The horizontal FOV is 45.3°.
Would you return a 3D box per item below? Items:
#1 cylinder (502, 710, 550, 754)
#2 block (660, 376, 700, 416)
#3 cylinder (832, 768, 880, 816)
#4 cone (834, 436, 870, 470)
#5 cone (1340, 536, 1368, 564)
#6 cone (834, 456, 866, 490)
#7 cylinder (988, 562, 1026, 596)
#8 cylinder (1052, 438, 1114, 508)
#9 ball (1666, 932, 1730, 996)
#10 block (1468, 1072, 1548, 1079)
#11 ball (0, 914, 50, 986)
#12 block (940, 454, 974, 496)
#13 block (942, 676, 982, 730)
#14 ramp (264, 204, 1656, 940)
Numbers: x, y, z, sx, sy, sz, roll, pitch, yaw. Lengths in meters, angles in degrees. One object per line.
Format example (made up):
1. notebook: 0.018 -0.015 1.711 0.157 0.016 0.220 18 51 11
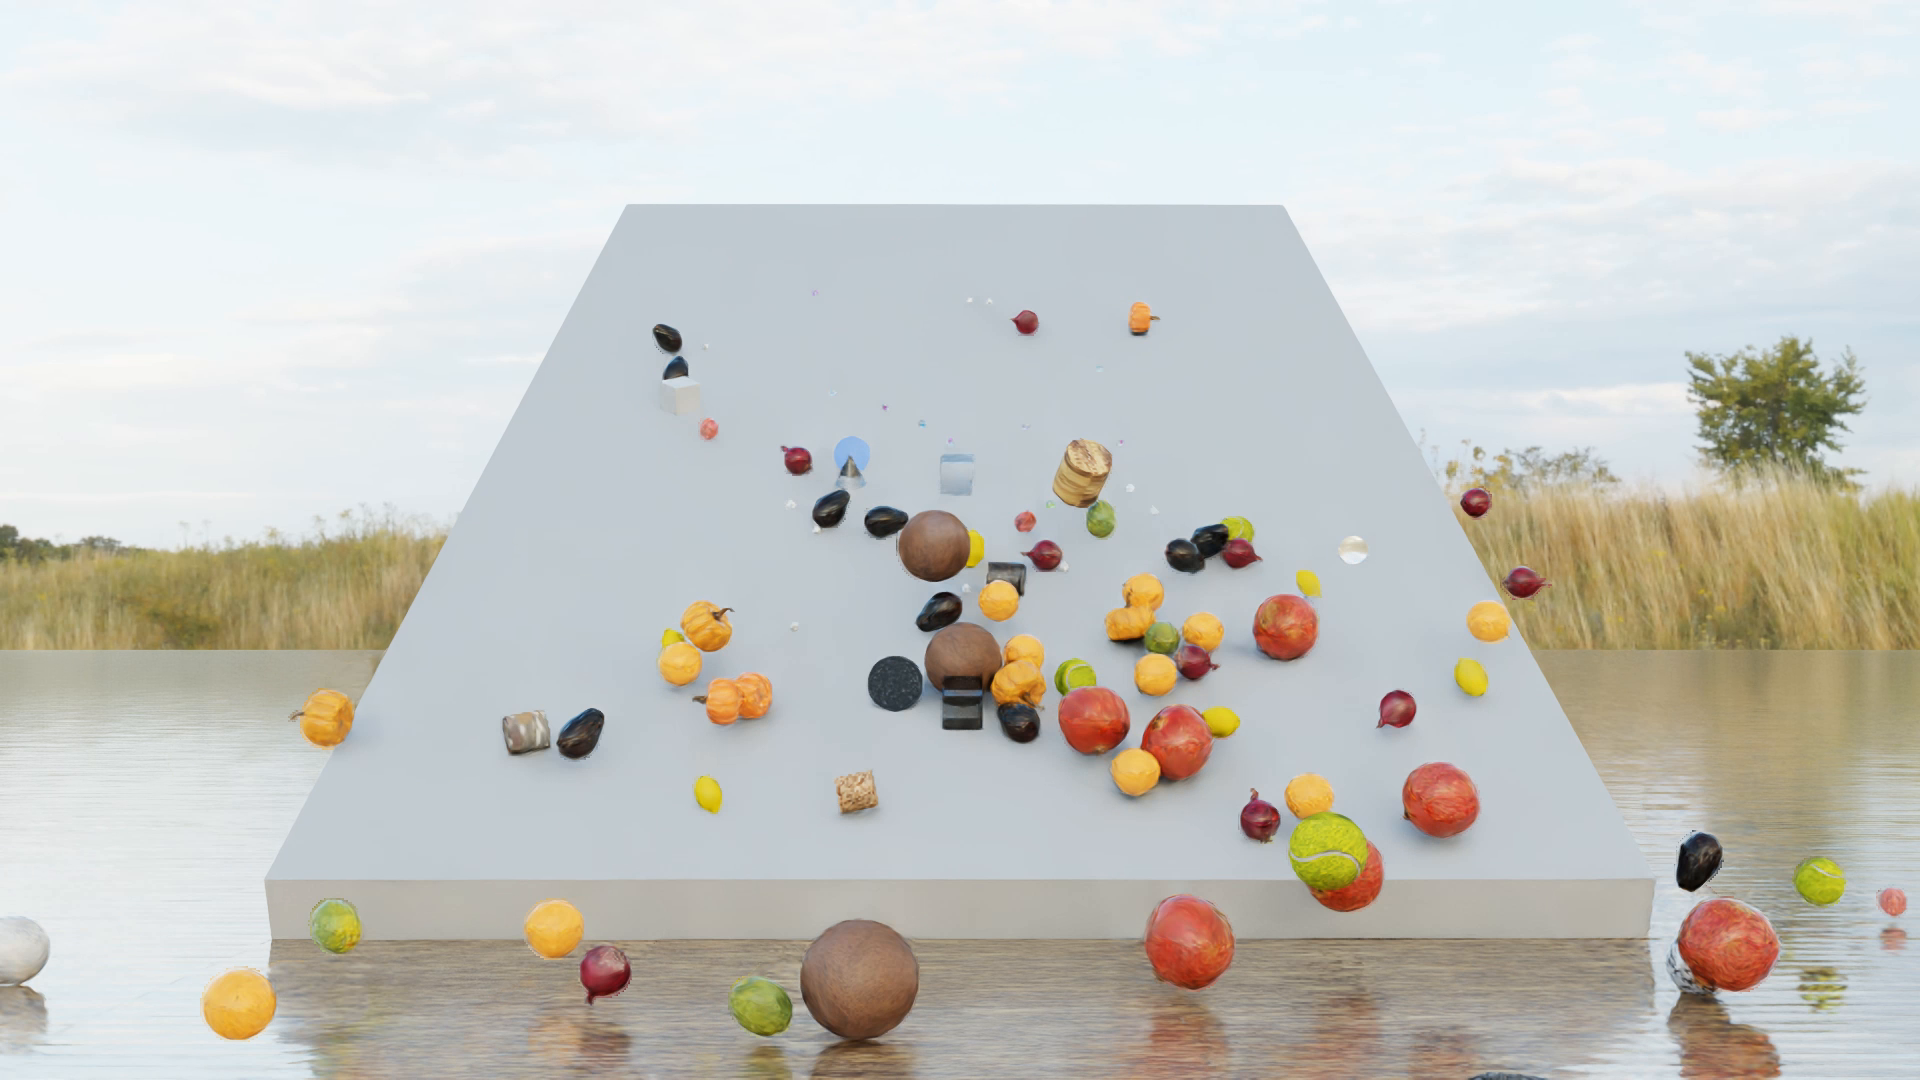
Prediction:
1. cylinder: -0.690 0.306 3.662 0.062 0.062 0.062 -10 1 -22
2. block: -0.633 -0.326 5.206 0.065 0.065 0.065 -17 28 -36
3. cylinder: -0.156 0.380 3.472 0.055 0.055 0.055 -25 1 -9
4. cone: -0.227 -0.176 4.883 0.078 0.078 0.078 0 -7 0
5. cone: 0.754 0.022 4.416 0.055 0.055 0.055 0 -5 7
6. cone: -0.228 -0.147 4.768 0.066 0.066 0.066 0 22 0
7. cylinder: 0.086 0.072 4.234 0.063 0.063 0.063 3 -2 9
8. cylinder: 0.235 -0.128 4.417 0.094 0.094 0.094 1 -43 -21
9. ball: 0.903 0.518 2.813 0.076 0.076 0.076 0 -3 0
10. block: 0.473 0.493 1.988 0.053 0.053 0.053 -2 -3 39
11. ball: -1.192 0.516 2.896 0.087 0.087 0.087 0 -3 0
12. block: -0.006 -0.136 4.742 0.067 0.067 0.067 1 22 2
13. block: 0.004 0.266 3.756 0.064 0.064 0.064 1 25 2
14. ramp: -0.007 -0.222 5.174 2.000 0.100 4.000 0 22 0
